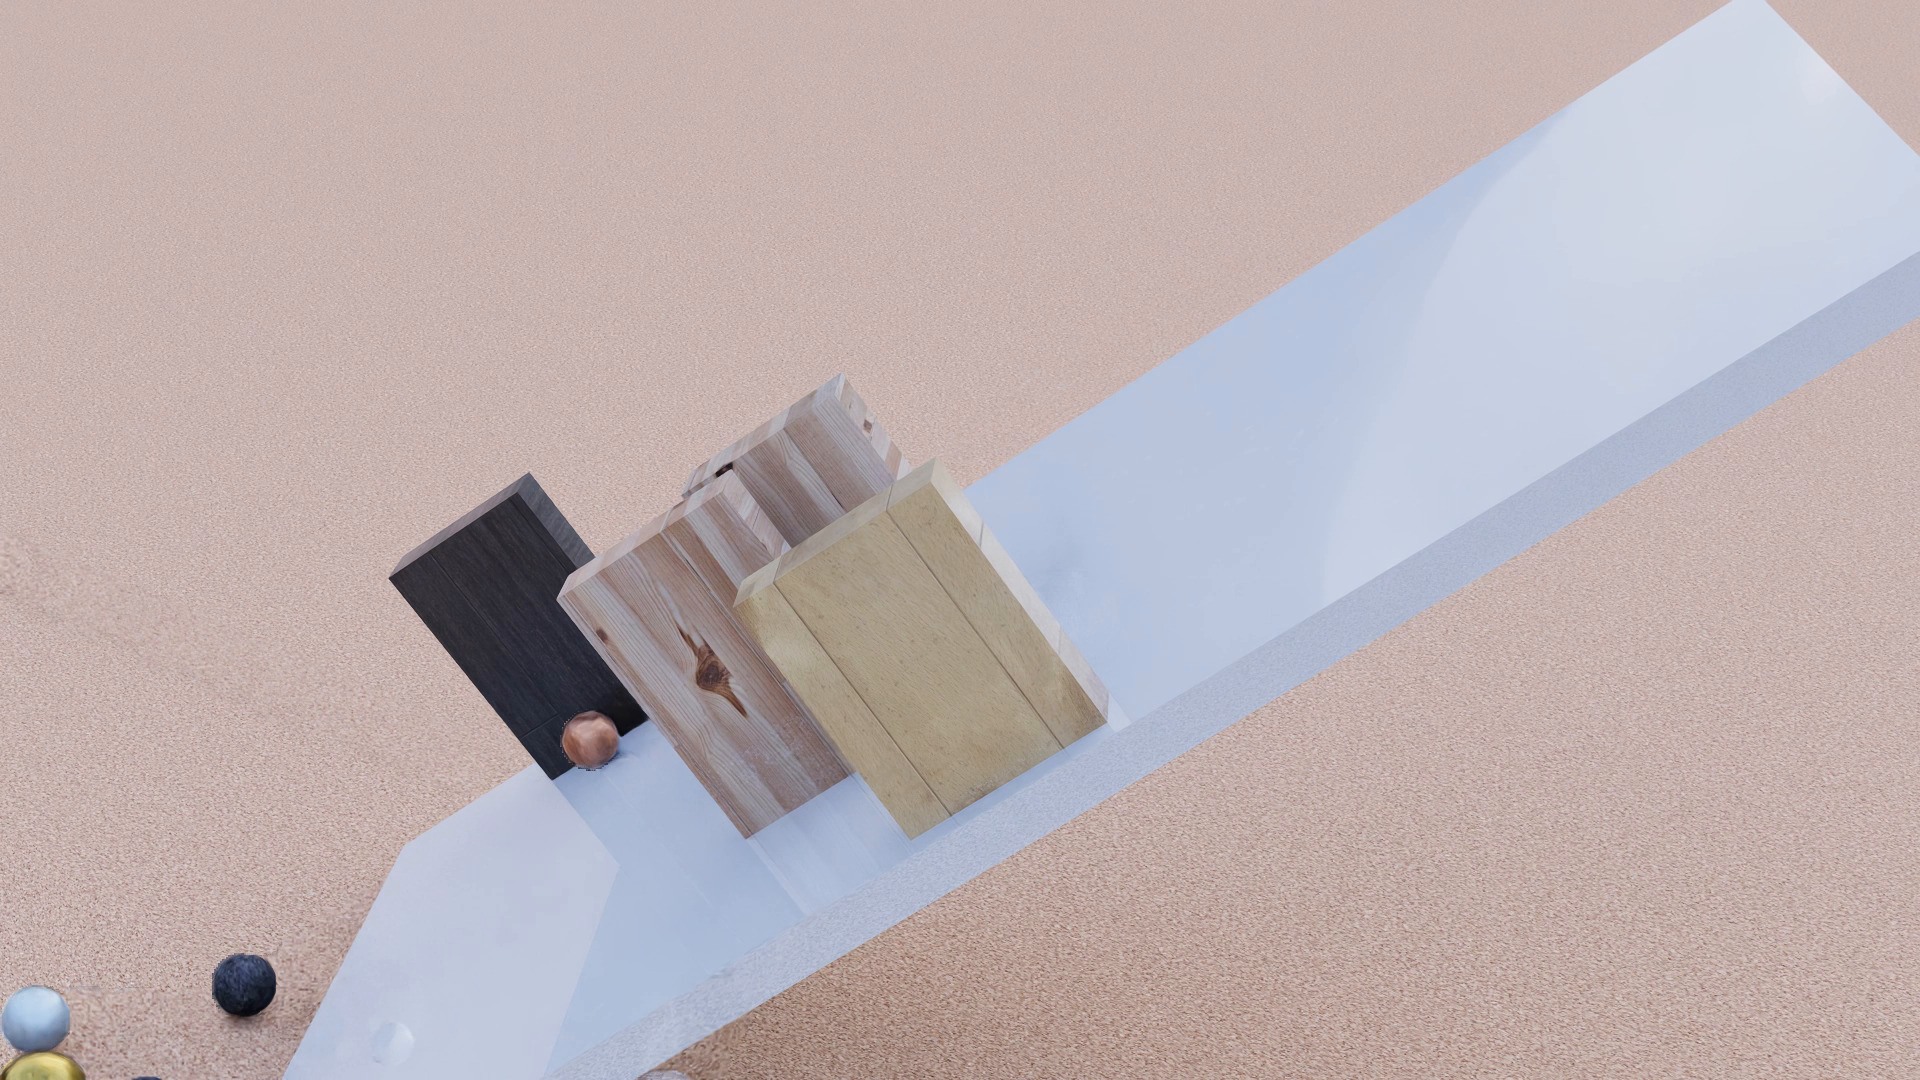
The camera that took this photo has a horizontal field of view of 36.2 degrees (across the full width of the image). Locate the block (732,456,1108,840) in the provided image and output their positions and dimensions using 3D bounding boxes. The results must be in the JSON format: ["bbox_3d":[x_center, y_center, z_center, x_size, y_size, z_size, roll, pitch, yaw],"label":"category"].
[{"bbox_3d":[-0.067,0.204,5.402,0.441,0.560,0.135,-32,16,15],"label":"block"}]

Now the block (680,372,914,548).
[{"bbox_3d":[-0.235,0.020,6.199,0.396,0.620,0.149,-32,16,15],"label":"block"}]

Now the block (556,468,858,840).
[{"bbox_3d":[-0.451,0.237,5.986,0.418,0.641,0.131,-32,16,15],"label":"block"}]

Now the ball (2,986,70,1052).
[{"bbox_3d":[-2.171,1.129,6.915,0.155,0.155,0.155,0,21,0],"label":"ball"}]

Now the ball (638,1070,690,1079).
[{"bbox_3d":[-0.530,1.024,5.272,0.147,0.147,0.147,0,21,0],"label":"ball"}]

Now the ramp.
[{"bbox_3d":[0.136,0.174,6.305,4.000,0.100,2.000,-32,16,15],"label":"ramp"}]

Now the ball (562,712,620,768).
[{"bbox_3d":[-0.901,0.488,7.185,0.138,0.138,0.138,0,21,0],"label":"ball"}]

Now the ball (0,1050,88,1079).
[{"bbox_3d":[-2.048,1.240,6.561,0.205,0.205,0.205,0,21,0],"label":"ball"}]

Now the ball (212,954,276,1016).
[{"bbox_3d":[-1.720,1.070,7.073,0.150,0.150,0.150,0,21,0],"label":"ball"}]

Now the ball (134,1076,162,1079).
[{"bbox_3d":[-1.817,1.270,6.570,0.143,0.143,0.143,0,21,0],"label":"ball"}]

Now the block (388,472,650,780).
[{"bbox_3d":[-1.041,0.218,7.298,0.406,0.657,0.143,-32,16,15],"label":"block"}]
